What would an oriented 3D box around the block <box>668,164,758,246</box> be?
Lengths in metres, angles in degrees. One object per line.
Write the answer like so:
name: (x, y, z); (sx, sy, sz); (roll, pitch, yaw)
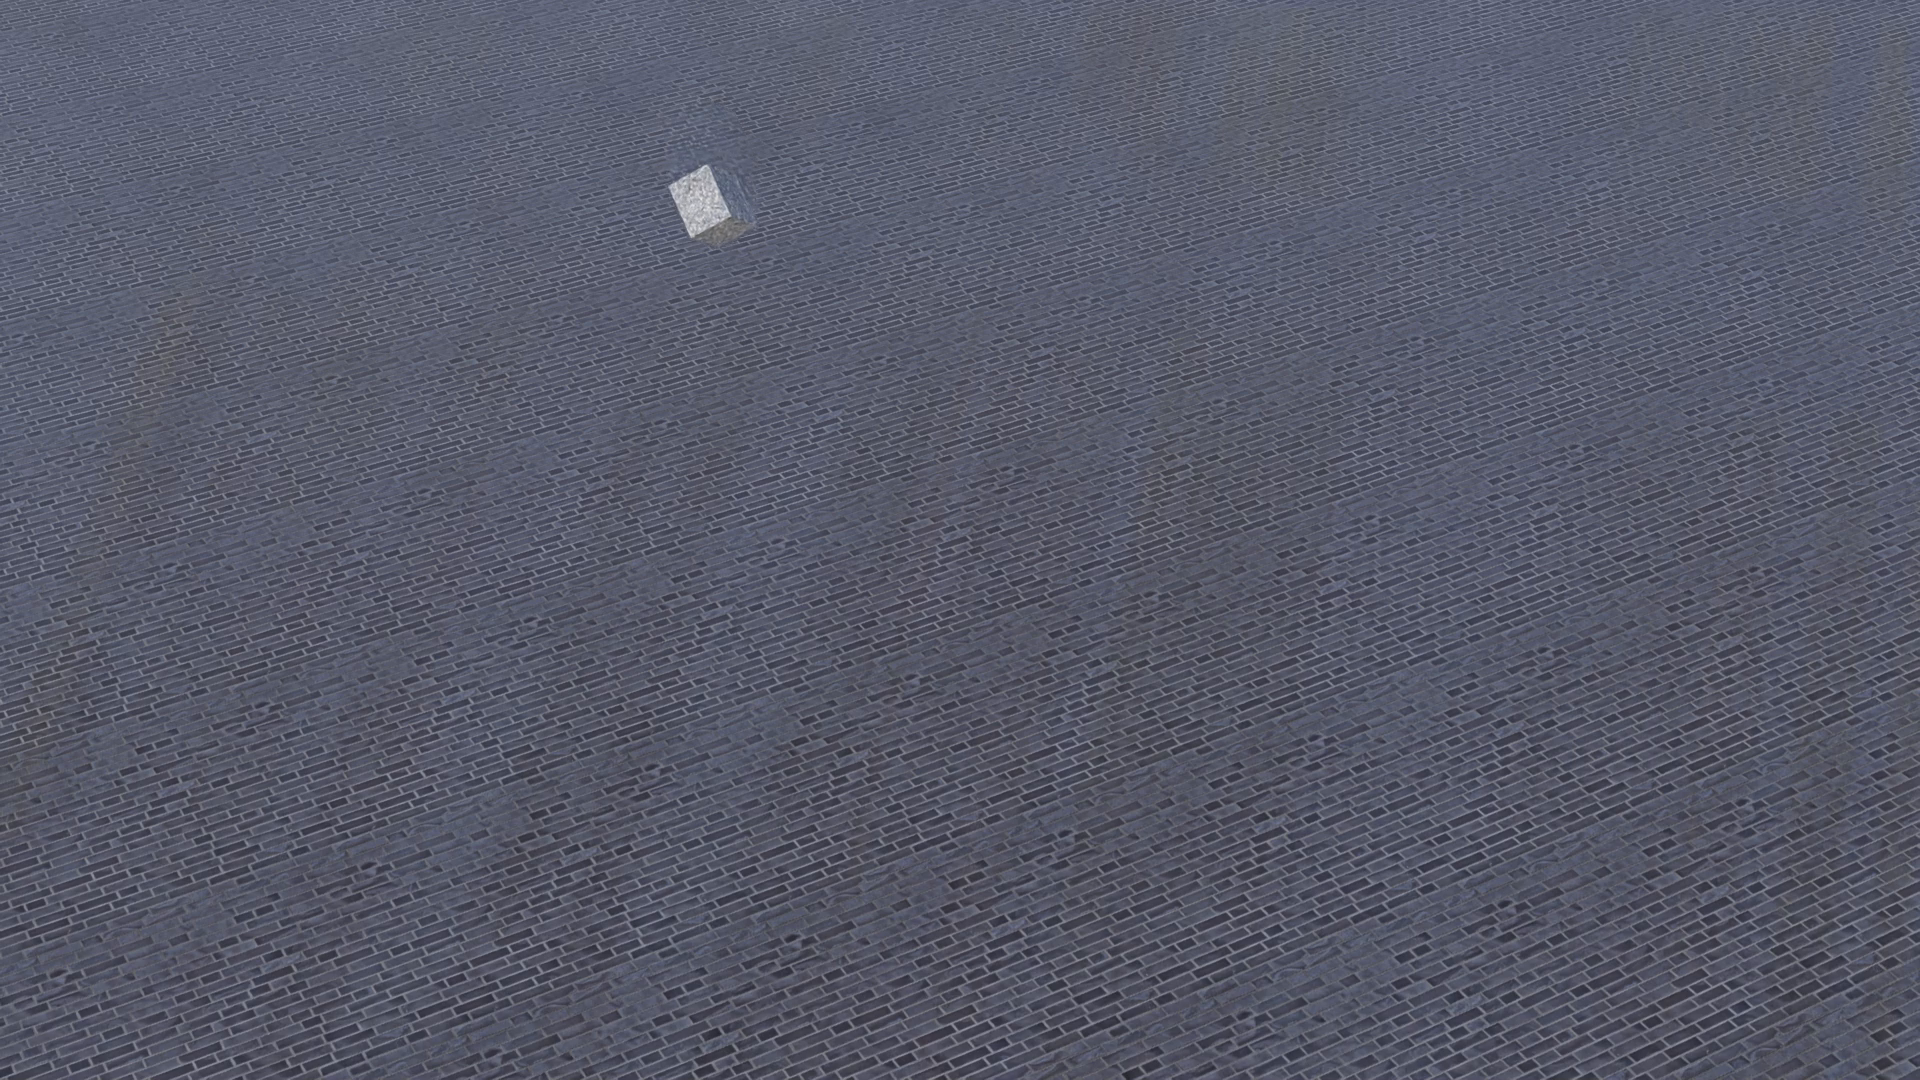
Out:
block: (-0.724, -0.981, 8.605); (0.137, 0.172, 0.210); (-27, -9, 15)
